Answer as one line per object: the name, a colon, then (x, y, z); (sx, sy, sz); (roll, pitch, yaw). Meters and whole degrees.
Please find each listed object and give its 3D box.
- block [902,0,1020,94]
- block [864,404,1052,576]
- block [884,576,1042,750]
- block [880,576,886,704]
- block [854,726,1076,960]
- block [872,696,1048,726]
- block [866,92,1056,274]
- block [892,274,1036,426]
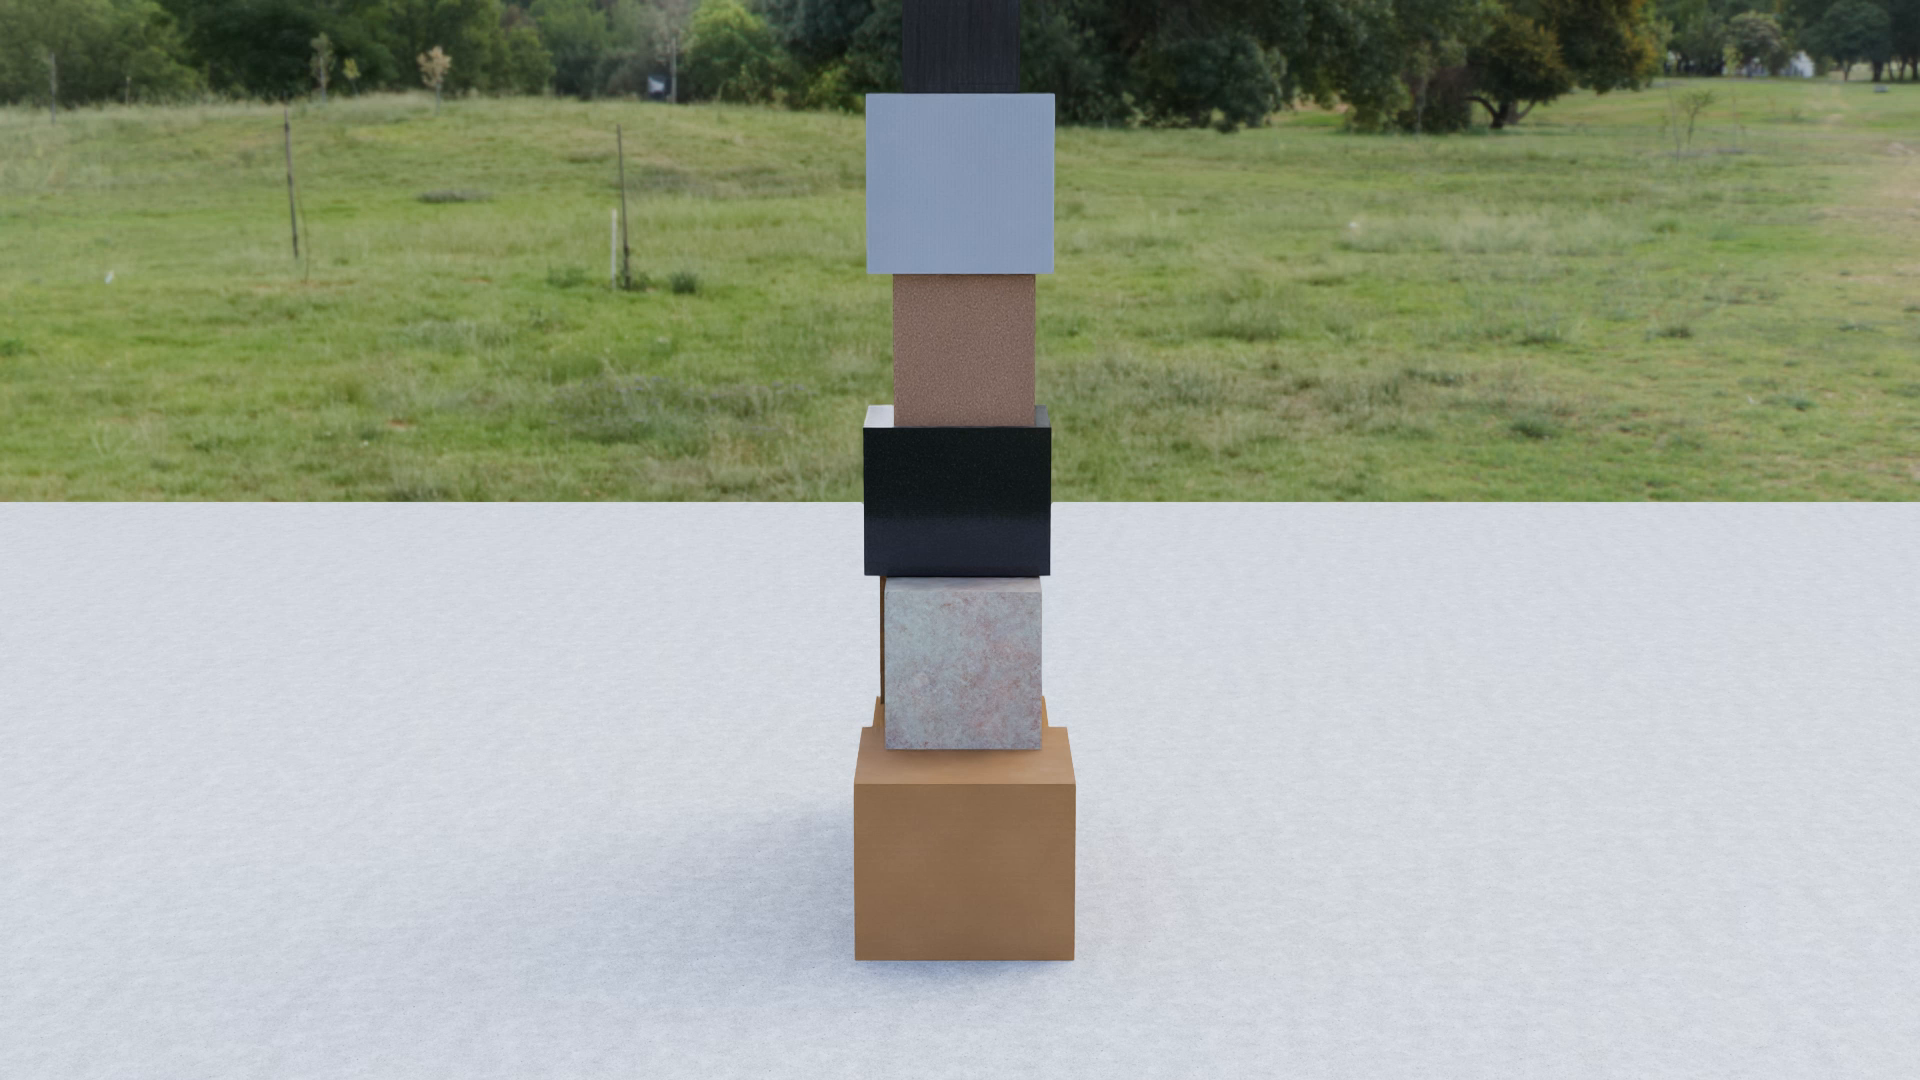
block: (0.005, -2.111, 10.776); (0.484, 0.459, 0.497); (0, 11, 0)
block: (-0.011, -0.225, 11.131); (0.788, 0.633, 0.704); (0, 11, 0)
block: (0.013, 0.489, 10.914); (0.650, 0.668, 0.593); (0, 10, 0)
block: (-0.017, 0.344, 11.546); (0.666, 0.640, 0.690); (0, 11, 0)
block: (0.019, 1.245, 10.669); (0.882, 0.732, 0.907); (0, 10, 0)
block: (0.002, 1.118, 11.459); (0.769, 0.701, 0.672); (0, 10, 0)
block: (0.001, -1.526, 10.886); (0.773, 0.733, 0.731); (0, 11, 0)
block: (0.018, -0.851, 11.012); (0.593, 0.640, 0.607); (0, 11, 0)
